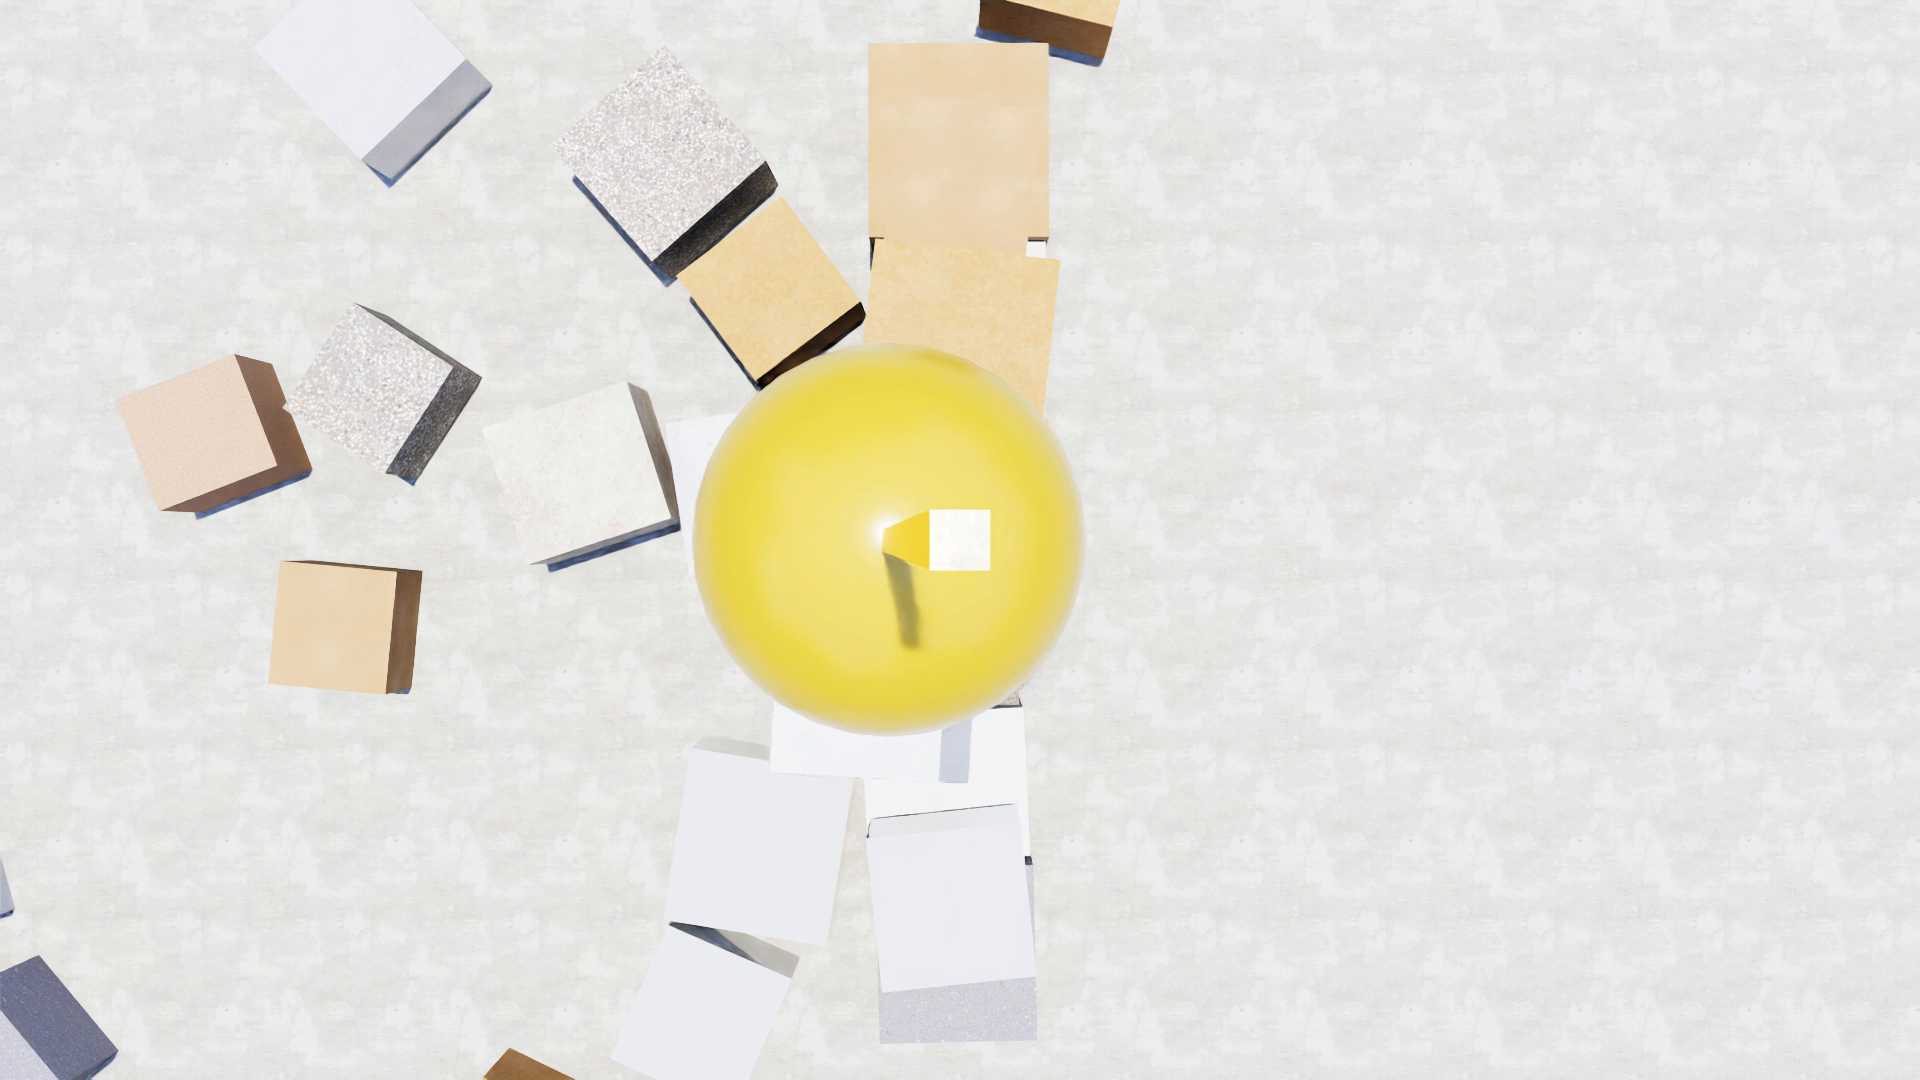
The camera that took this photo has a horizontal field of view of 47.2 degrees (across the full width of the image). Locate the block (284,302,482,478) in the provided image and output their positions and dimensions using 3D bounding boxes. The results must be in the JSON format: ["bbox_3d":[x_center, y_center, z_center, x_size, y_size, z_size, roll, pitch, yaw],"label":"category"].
[{"bbox_3d":[-3.295,-0.848,12.620,0.672,0.761,0.708,33,90,0],"label":"block"}]

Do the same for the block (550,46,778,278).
[{"bbox_3d":[-1.671,-2.143,12.586,0.843,0.827,0.852,-41,90,0],"label":"block"}]

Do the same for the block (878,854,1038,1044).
[{"bbox_3d":[-0.019,2.253,12.477,0.858,1.046,0.953,-1,90,0],"label":"block"}]

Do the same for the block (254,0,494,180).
[{"bbox_3d":[-3.354,-2.719,12.643,0.817,0.714,0.866,-44,90,0],"label":"block"}]

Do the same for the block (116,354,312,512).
[{"bbox_3d":[-4.277,-0.603,12.658,0.711,0.683,0.670,-21,90,0],"label":"block"}]

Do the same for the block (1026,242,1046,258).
[{"bbox_3d":[0.004,-1.238,12.573,0.939,0.855,0.824,0,90,0],"label":"block"}]

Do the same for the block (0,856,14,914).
[{"bbox_3d":[-6.046,1.884,12.662,0.737,0.675,0.808,-15,90,0],"label":"block"}]

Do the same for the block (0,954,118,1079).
[{"bbox_3d":[-5.516,2.990,12.591,0.799,0.818,0.738,-40,90,0],"label":"block"}]

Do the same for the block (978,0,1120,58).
[{"bbox_3d":[0.569,-3.291,12.600,0.764,0.800,0.727,14,90,0],"label":"block"}]

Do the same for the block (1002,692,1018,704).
[{"bbox_3d":[-0.021,0.531,12.636,0.693,0.728,0.783,0,90,0],"label":"block"}]

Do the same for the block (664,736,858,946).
[{"bbox_3d":[-1.116,1.704,12.598,0.918,0.805,0.964,9,90,0],"label":"block"}]

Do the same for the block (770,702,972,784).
[{"bbox_3d":[-0.437,0.797,11.633,0.875,0.936,0.921,2,84,10],"label":"block"}]

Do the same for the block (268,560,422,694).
[{"bbox_3d":[-3.538,0.496,12.698,0.663,0.604,0.696,5,90,0],"label":"block"}]

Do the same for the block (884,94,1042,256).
[{"bbox_3d":[0.014,-1.854,11.663,0.736,0.683,0.812,7,90,0],"label":"block"}]

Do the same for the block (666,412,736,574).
[{"bbox_3d":[-1.203,-0.284,12.592,0.738,0.815,0.845,-9,90,0],"label":"block"}]

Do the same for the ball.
[{"bbox_3d":[-0.286,0.000,8.916,1.600,1.600,1.600,0,90,0],"label":"ball"}]

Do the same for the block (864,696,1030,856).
[{"bbox_3d":[-0.078,1.351,12.554,0.892,0.891,0.816,-3,90,0],"label":"block"}]

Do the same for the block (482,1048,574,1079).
[{"bbox_3d":[-2.524,3.512,12.638,0.699,0.723,0.801,26,90,0],"label":"block"}]

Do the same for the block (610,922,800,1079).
[{"bbox_3d":[-1.454,2.687,12.669,0.758,0.661,0.816,24,90,0],"label":"block"}]

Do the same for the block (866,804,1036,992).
[{"bbox_3d":[-0.044,1.870,11.576,0.791,0.757,0.789,-6,90,0],"label":"block"}]

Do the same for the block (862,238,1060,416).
[{"bbox_3d":[-0.014,-0.942,11.560,0.940,1.051,0.934,7,83,1],"label":"block"}]

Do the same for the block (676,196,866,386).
[{"bbox_3d":[-1.064,-1.400,12.613,0.735,0.775,0.731,-37,90,0],"label":"block"}]

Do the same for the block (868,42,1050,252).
[{"bbox_3d":[-0.007,-2.185,12.502,0.987,0.995,1.059,0,90,0],"label":"block"}]

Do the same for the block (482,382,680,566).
[{"bbox_3d":[-2.122,-0.370,12.580,0.841,0.840,0.797,-18,90,0],"label":"block"}]

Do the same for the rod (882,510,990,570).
[{"bbox_3d":[-0.124,0.000,5.520,0.080,5.200,0.080,0,90,-3],"label":"rod"}]
